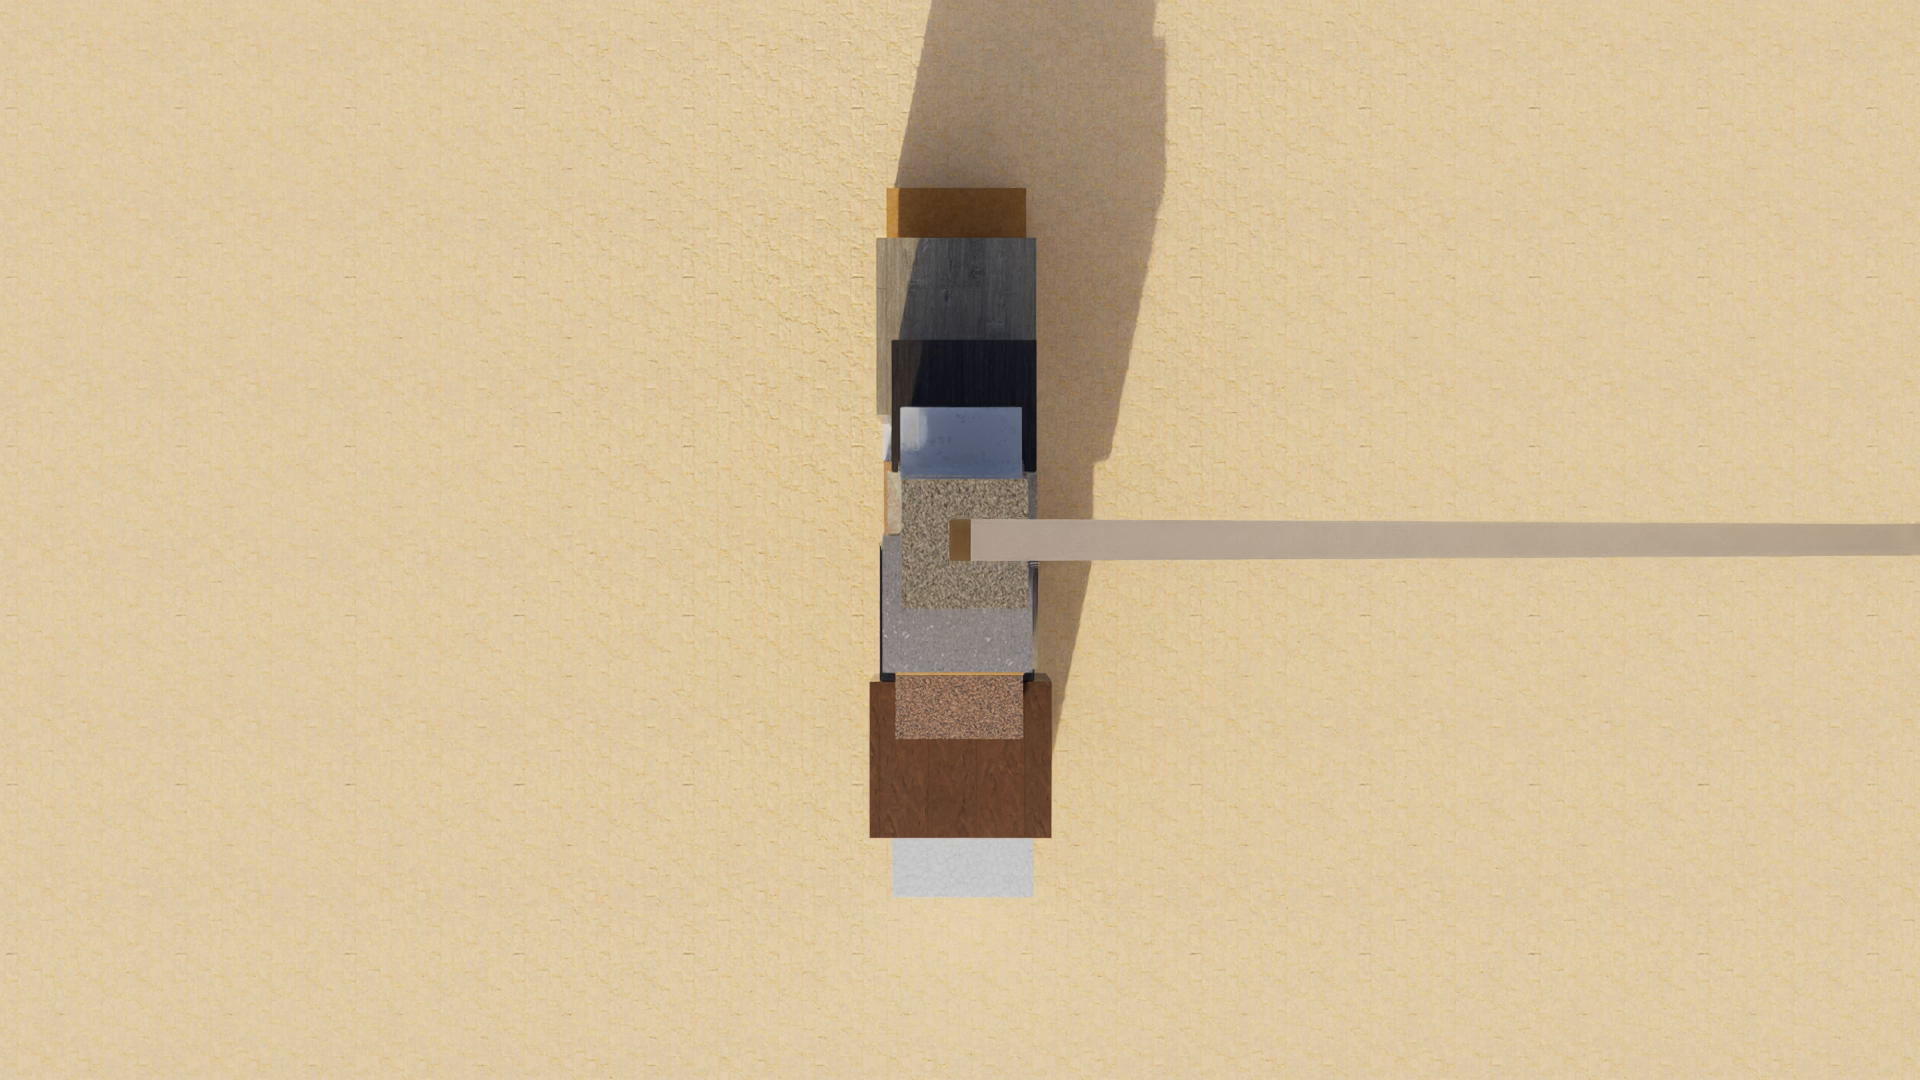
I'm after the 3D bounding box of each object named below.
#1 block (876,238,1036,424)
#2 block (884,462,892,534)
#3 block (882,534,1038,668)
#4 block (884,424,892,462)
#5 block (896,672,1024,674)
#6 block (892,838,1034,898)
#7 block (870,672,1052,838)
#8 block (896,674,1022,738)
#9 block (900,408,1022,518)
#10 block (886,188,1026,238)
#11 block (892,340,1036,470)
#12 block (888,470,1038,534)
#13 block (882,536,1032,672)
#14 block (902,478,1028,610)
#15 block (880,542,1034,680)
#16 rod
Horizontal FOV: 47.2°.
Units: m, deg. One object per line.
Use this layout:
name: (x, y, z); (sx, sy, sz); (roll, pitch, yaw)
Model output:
block: (-0.019, -1.092, 11.700); (0.817, 0.949, 0.903); (0, 90, 0)
block: (0.000, -0.033, 12.524); (0.836, 0.952, 0.794); (0, 90, 0)
block: (0.002, 0.262, 9.715); (0.667, 0.554, 0.579); (0, 90, 0)
block: (-0.004, -0.797, 12.587); (0.843, 0.826, 0.712); (0, 90, 0)
block: (-0.002, 0.316, 10.327); (0.586, 0.610, 0.575); (0, 92, 0)
block: (0.017, 1.609, 12.586); (0.781, 0.828, 0.736); (0, 90, 0)
block: (0.003, 1.138, 11.752); (0.944, 0.740, 0.811); (0, 90, 0)
block: (-0.004, 0.679, 11.022); (0.622, 0.572, 0.583); (0, 90, 0)
block: (0.006, -0.285, 9.210); (0.495, 0.520, 0.445); (0, 82, 0)
block: (-0.020, -1.570, 12.674); (0.784, 0.652, 0.815); (0, 90, 0)
block: (0.020, -0.652, 10.874); (0.695, 0.704, 0.623); (0, 91, 0)
block: (0.011, 0.021, 10.970); (0.724, 0.674, 0.714); (0, 90, 0)
block: (-0.010, 0.259, 9.115); (0.600, 0.642, 0.548); (0, 90, 0)
block: (0.020, 0.022, 8.566); (0.481, 0.455, 0.495); (0, 88, 0)
block: (-0.015, 0.366, 11.678); (0.797, 0.741, 0.715); (0, 90, 0)
rod: (2.234, 0.000, 5.525); (5.200, 0.080, 0.080); (0, 90, -31)
